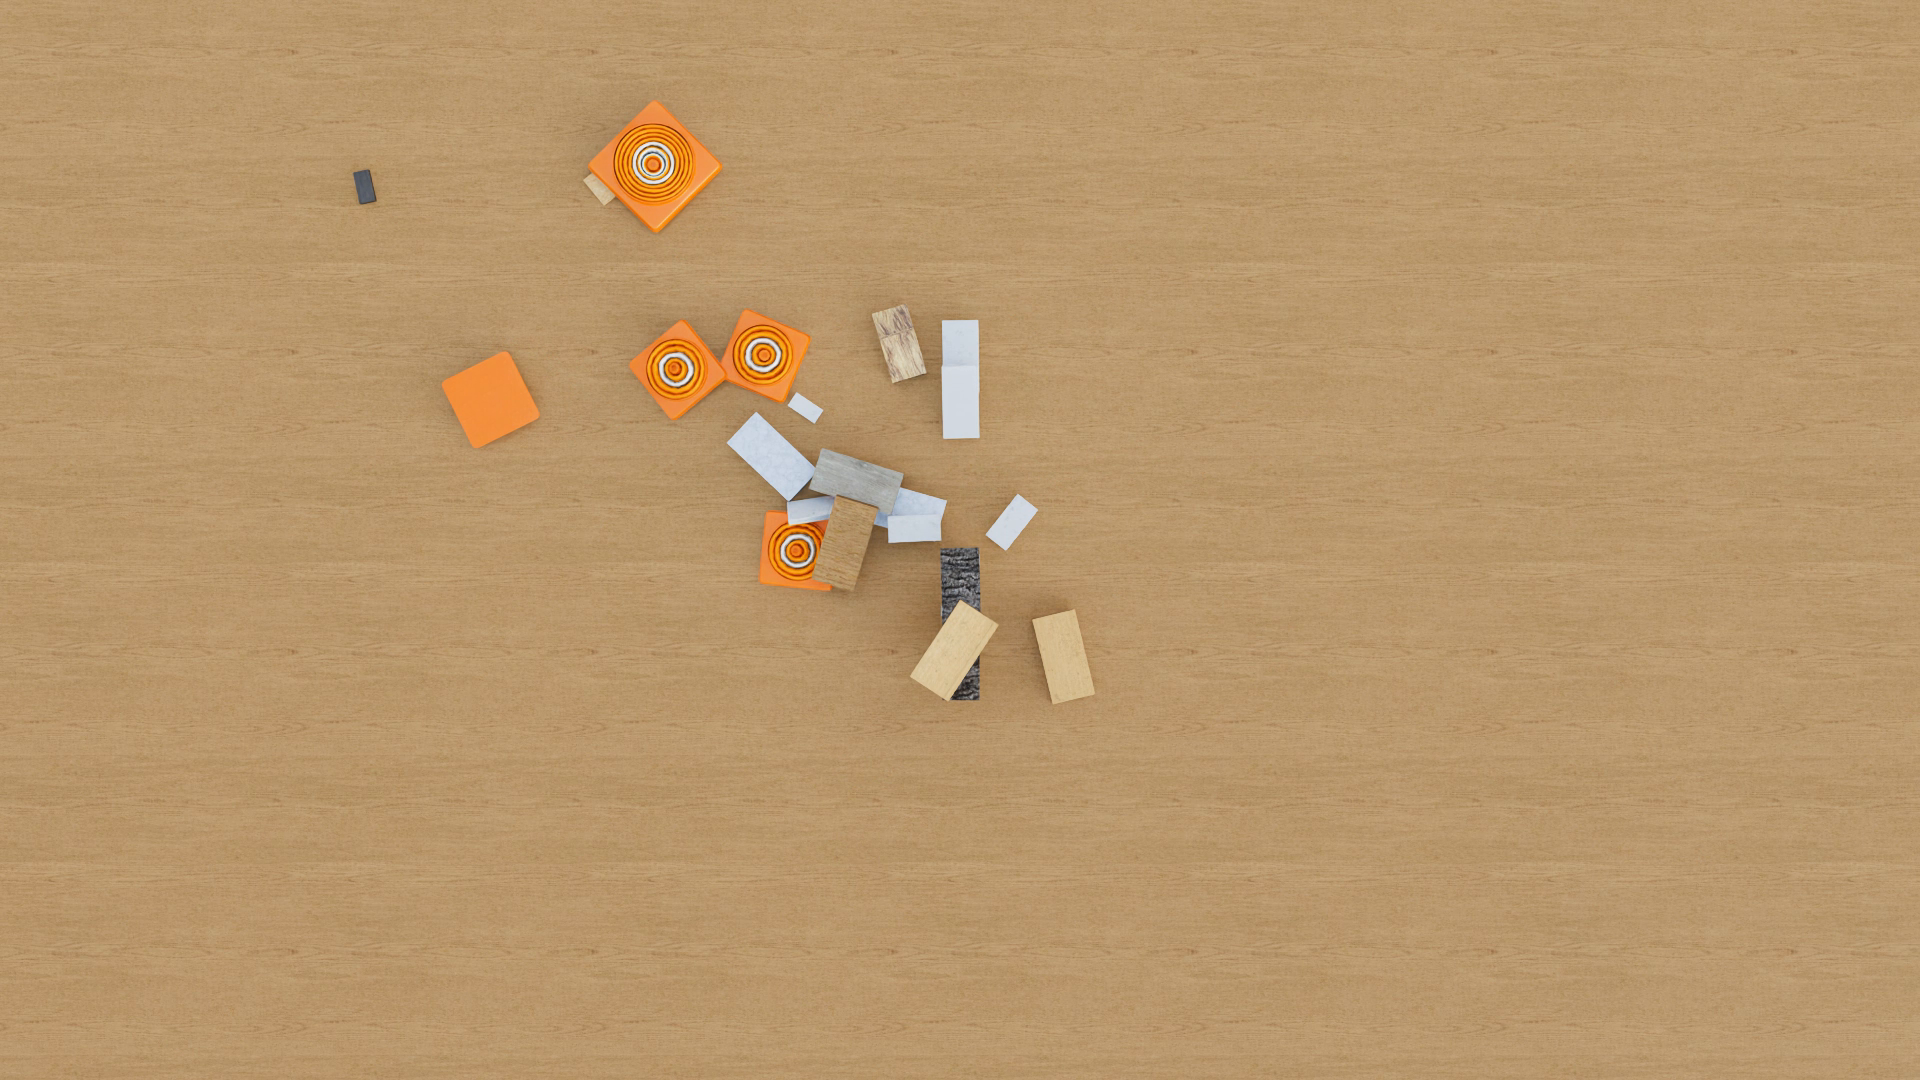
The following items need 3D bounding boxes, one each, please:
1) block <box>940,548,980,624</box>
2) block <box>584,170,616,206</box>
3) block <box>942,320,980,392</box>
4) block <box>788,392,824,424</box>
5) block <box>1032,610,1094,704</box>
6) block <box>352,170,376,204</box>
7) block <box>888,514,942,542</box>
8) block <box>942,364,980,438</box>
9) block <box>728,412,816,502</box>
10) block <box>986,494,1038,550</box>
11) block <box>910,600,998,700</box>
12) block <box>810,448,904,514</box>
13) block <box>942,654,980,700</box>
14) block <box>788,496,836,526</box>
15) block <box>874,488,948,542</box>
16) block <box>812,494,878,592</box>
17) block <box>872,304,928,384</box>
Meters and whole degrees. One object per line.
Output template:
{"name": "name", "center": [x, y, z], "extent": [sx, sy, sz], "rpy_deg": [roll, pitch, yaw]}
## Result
{"name": "block", "center": [0.002, 0.148, 5.237], "extent": [0.123, 0.035, 0.246], "rpy_deg": [-2, 90, 0]}
{"name": "block", "center": [-1.199, -1.172, 5.492], "extent": [0.053, 0.015, 0.106], "rpy_deg": [-39, 90, 0]}
{"name": "block", "center": [0.003, -0.609, 5.483], "extent": [0.119, 0.034, 0.239], "rpy_deg": [-1, 90, 0]}
{"name": "block", "center": [-0.514, -0.440, 5.492], "extent": [0.106, 0.015, 0.053], "rpy_deg": [34, 90, 0]}
{"name": "block", "center": [0.344, 0.387, 5.480], "extent": [0.144, 0.041, 0.289], "rpy_deg": [-14, 90, 0]}
{"name": "block", "center": [-1.982, -1.175, 5.492], "extent": [0.053, 0.015, 0.106], "rpy_deg": [-13, 90, 0]}
{"name": "block", "center": [-0.150, -0.038, 5.448], "extent": [0.173, 0.024, 0.086], "rpy_deg": [-2, 90, 0]}
{"name": "block", "center": [0.002, -0.458, 5.456], "extent": [0.119, 0.034, 0.239], "rpy_deg": [-1, 103, 0]}
{"name": "block", "center": [-0.621, -0.276, 5.480], "extent": [0.283, 0.040, 0.141], "rpy_deg": [43, 90, 0]}
{"name": "block", "center": [0.172, -0.059, 5.488], "extent": [0.086, 0.024, 0.173], "rpy_deg": [38, 90, 0]}
{"name": "block", "center": [-0.018, 0.347, 5.203], "extent": [0.144, 0.041, 0.289], "rpy_deg": [33, 92, -2]}
{"name": "block", "center": [-0.341, -0.193, 5.440], "extent": [0.283, 0.040, 0.141], "rpy_deg": [18, 90, 0]}
{"name": "block", "center": [0.003, 0.391, 5.247], "extent": [0.118, 0.033, 0.236], "rpy_deg": [0, 90, 0]}
{"name": "block", "center": [-0.483, -0.100, 5.460], "extent": [0.173, 0.024, 0.086], "rpy_deg": [-9, 46, -1]}
{"name": "block", "center": [-0.199, -0.101, 5.480], "extent": [0.283, 0.040, 0.141], "rpy_deg": [16, 90, 0]}
{"name": "block", "center": [-0.378, 0.010, 5.418], "extent": [0.144, 0.041, 0.289], "rpy_deg": [17, 100, -4]}
{"name": "block", "center": [-0.201, -0.652, 5.483], "extent": [0.119, 0.034, 0.238], "rpy_deg": [-17, 90, 0]}
